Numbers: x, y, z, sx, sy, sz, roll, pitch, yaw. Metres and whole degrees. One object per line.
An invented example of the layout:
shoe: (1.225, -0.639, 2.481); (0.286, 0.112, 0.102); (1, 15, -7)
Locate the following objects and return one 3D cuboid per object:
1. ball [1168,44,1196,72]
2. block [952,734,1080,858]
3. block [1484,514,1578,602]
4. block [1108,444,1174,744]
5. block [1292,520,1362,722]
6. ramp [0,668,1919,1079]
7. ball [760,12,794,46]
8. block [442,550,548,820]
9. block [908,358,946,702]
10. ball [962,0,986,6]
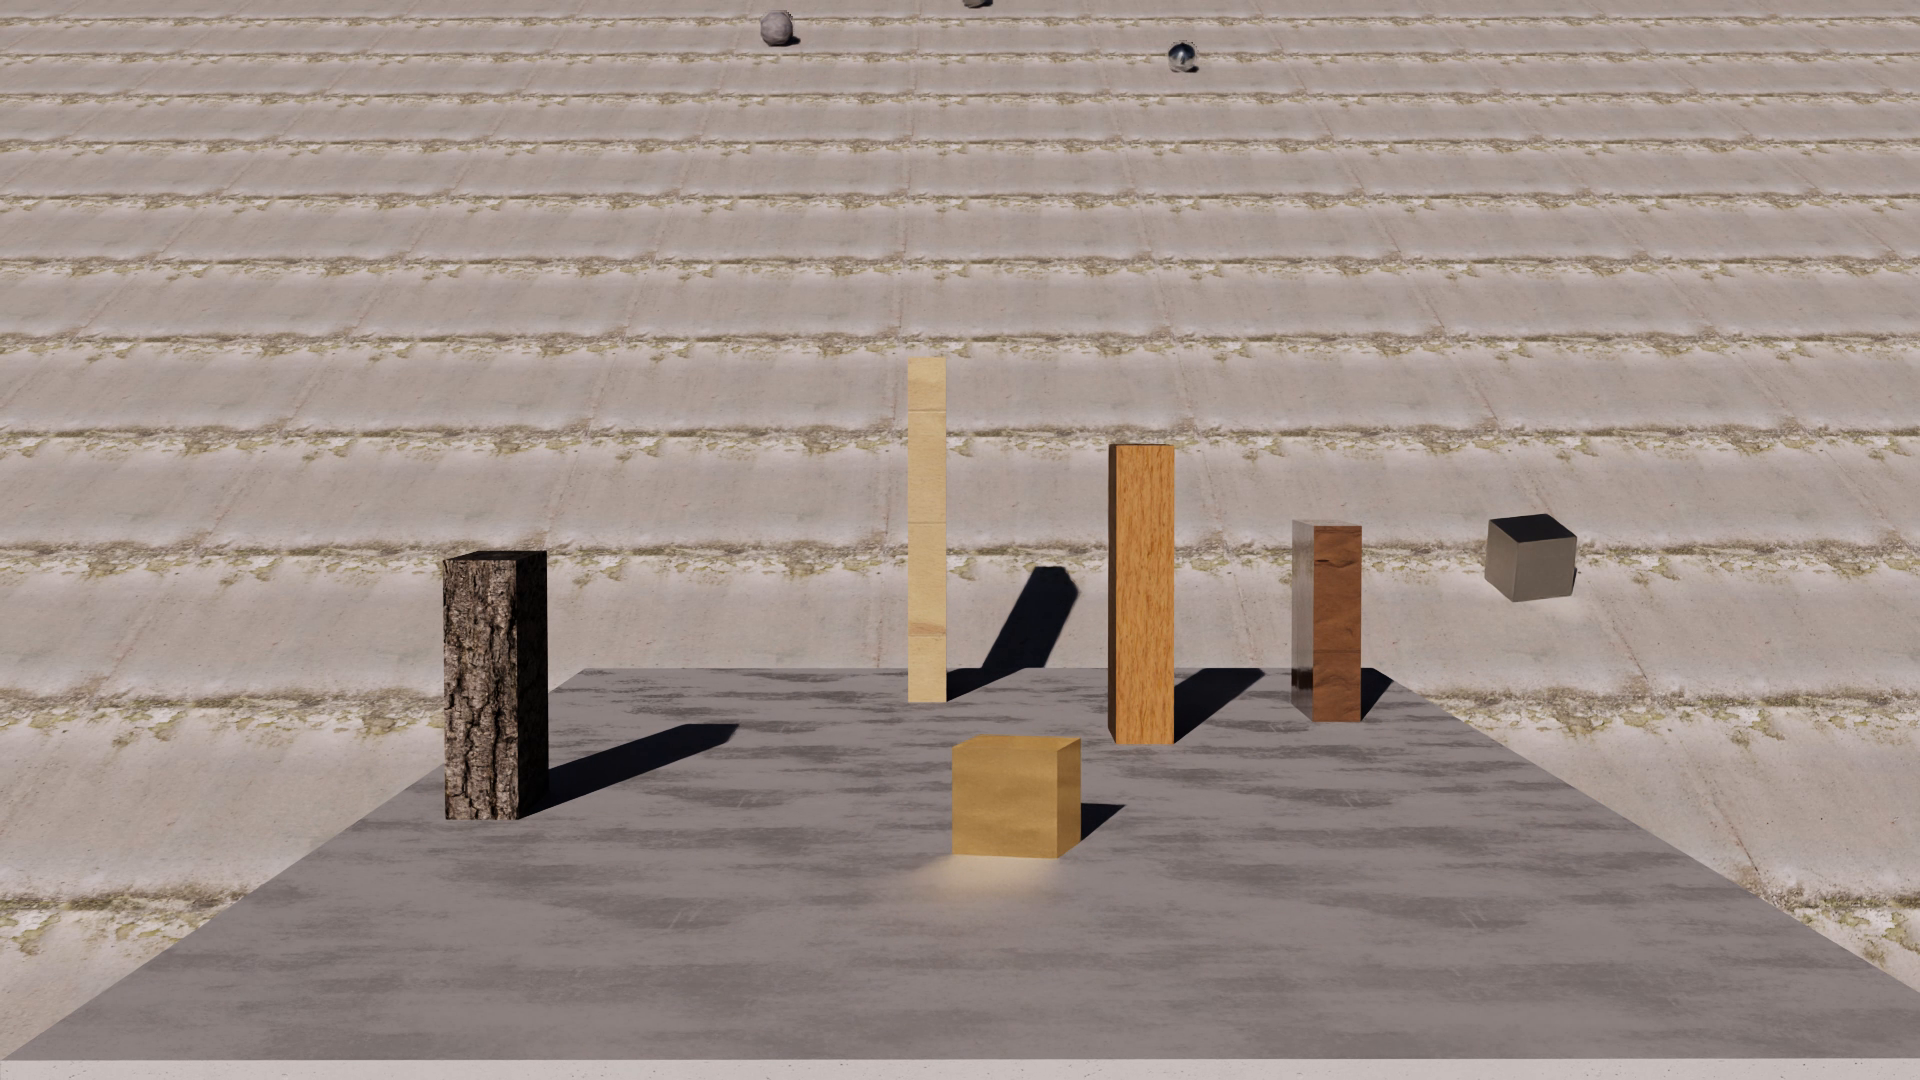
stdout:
ball: (1.167, -2.536, 13.529); (0.152, 0.152, 0.152); (0, 22, 0)
block: (0.085, 0.375, 3.783); (0.156, 0.156, 0.156); (1, 3, 15)
block: (1.598, 0.049, 7.211); (0.180, 0.180, 0.180); (-6, 23, -14)
block: (0.358, 0.101, 5.113); (0.112, 0.580, 0.266); (0, 3, 0)
block: (0.785, 0.167, 5.525); (0.100, 0.409, 0.344); (0, 3, 0)
ramp: (0.052, 0.468, 4.535); (2.000, 0.100, 4.000); (0, 3, 0)
ball: (-1.011, -2.815, 14.164); (0.185, 0.185, 0.185); (0, 22, 0)
block: (-0.755, 0.229, 4.201); (0.115, 0.409, 0.306); (0, 3, 0)
block: (-0.074, -0.029, 5.887); (0.084, 0.768, 0.328); (0, 3, 0)
ball: (0.083, -3.240, 15.214); (0.170, 0.170, 0.170); (0, 22, 0)
